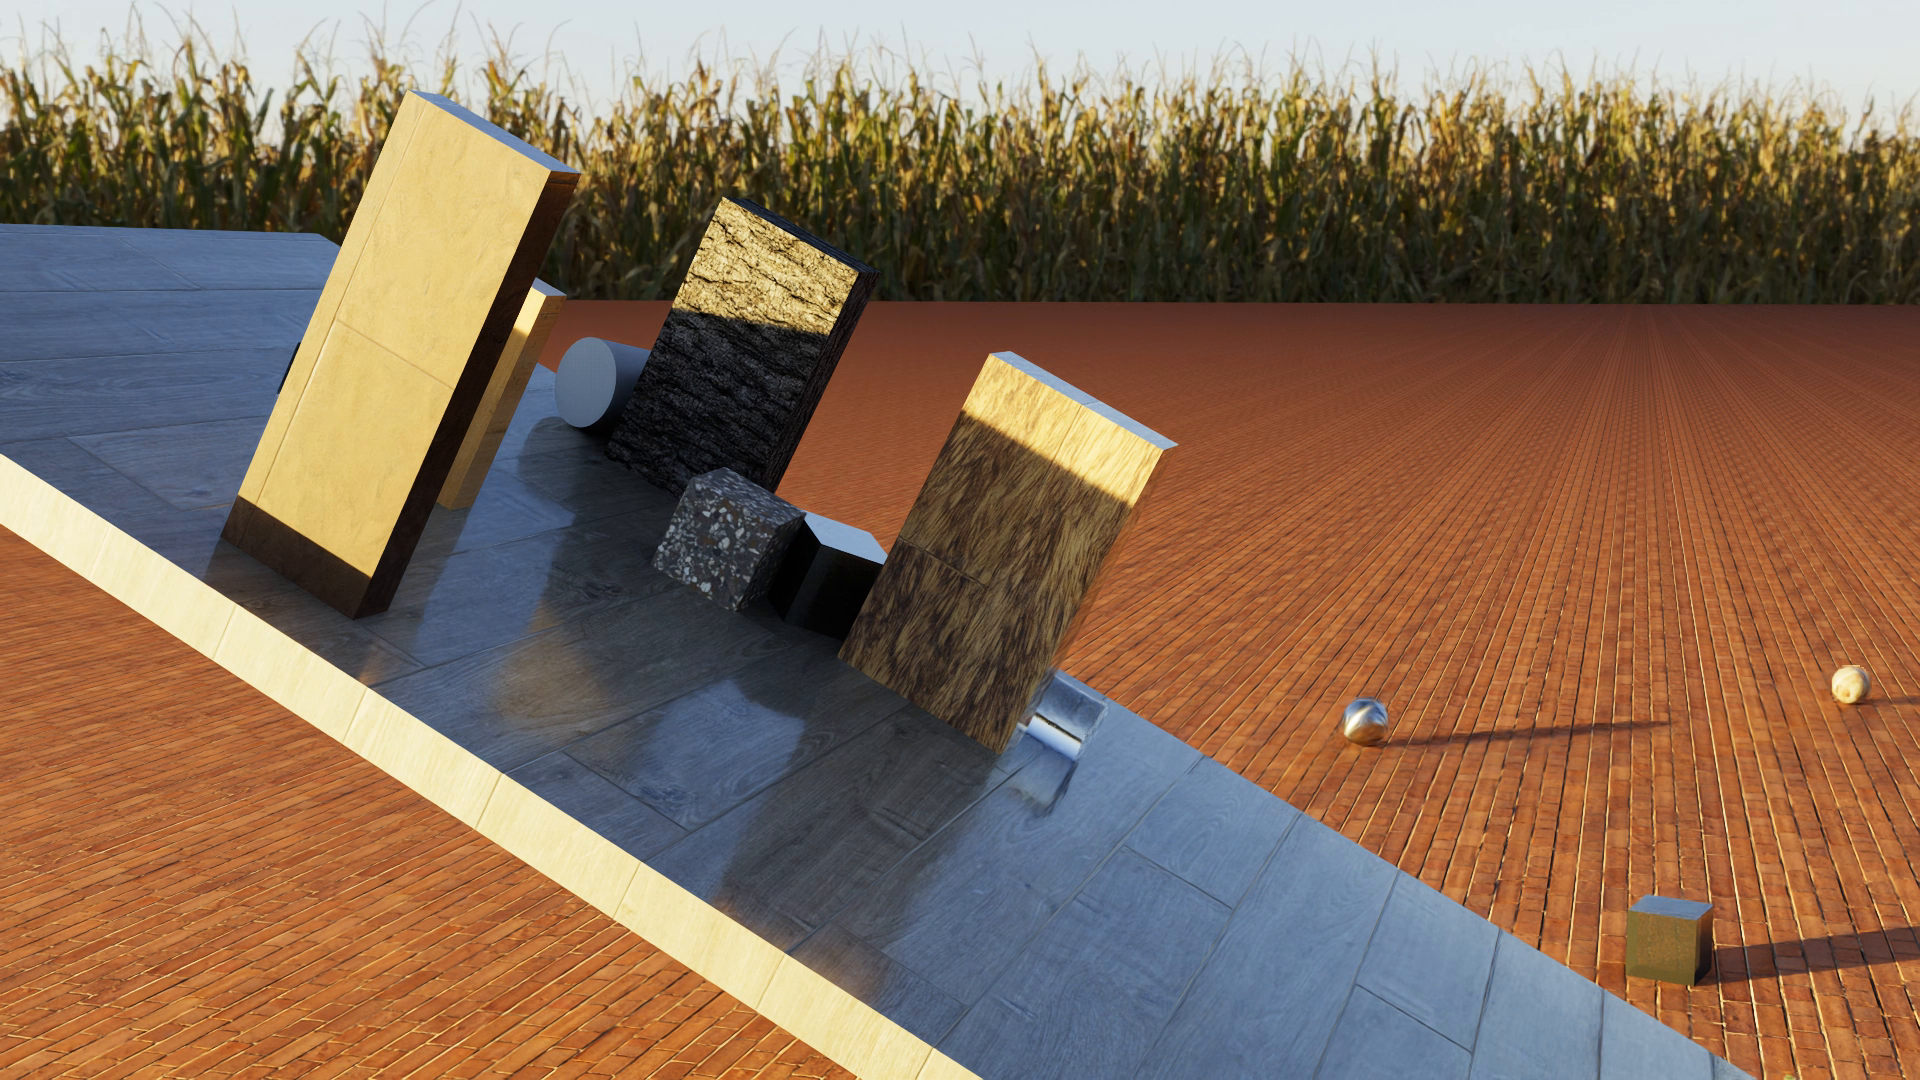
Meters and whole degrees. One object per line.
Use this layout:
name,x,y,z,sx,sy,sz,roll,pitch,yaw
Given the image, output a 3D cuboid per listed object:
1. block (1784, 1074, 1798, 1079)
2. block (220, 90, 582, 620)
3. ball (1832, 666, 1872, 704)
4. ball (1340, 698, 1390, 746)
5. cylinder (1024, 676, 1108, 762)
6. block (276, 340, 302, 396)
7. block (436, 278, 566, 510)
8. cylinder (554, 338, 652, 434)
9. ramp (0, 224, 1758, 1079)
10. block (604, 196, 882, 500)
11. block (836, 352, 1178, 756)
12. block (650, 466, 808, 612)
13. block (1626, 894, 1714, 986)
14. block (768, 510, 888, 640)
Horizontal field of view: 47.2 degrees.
block,1.675,1.162,4.347,0.125,0.125,0.125,26,14,-3
block,-0.885,-0.285,3.456,0.270,0.786,0.101,30,14,12
ball,3.852,0.628,9.506,0.160,0.160,0.160,0,7,0
ball,1.593,0.718,8.650,0.187,0.187,0.187,0,7,0
cylinder,0.211,0.364,4.501,0.134,0.134,0.134,30,15,13
block,-1.241,-0.317,4.307,0.117,0.117,0.117,28,14,2
block,-0.988,-0.339,4.154,0.336,0.453,0.084,30,14,12
cylinder,-0.786,-0.348,5.069,0.207,0.207,0.207,6,-2,39
ramp,-0.225,0.374,4.149,4.000,0.100,2.000,30,14,12
block,-0.484,-0.387,4.864,0.352,0.641,0.150,30,14,12
block,0.090,0.024,4.350,0.386,0.687,0.146,30,14,12
block,-0.465,-0.003,4.439,0.198,0.198,0.198,29,14,8
block,1.883,1.060,5.833,0.178,0.178,0.178,4,8,32
block,-0.274,0.075,4.542,0.183,0.183,0.183,19,16,-29
